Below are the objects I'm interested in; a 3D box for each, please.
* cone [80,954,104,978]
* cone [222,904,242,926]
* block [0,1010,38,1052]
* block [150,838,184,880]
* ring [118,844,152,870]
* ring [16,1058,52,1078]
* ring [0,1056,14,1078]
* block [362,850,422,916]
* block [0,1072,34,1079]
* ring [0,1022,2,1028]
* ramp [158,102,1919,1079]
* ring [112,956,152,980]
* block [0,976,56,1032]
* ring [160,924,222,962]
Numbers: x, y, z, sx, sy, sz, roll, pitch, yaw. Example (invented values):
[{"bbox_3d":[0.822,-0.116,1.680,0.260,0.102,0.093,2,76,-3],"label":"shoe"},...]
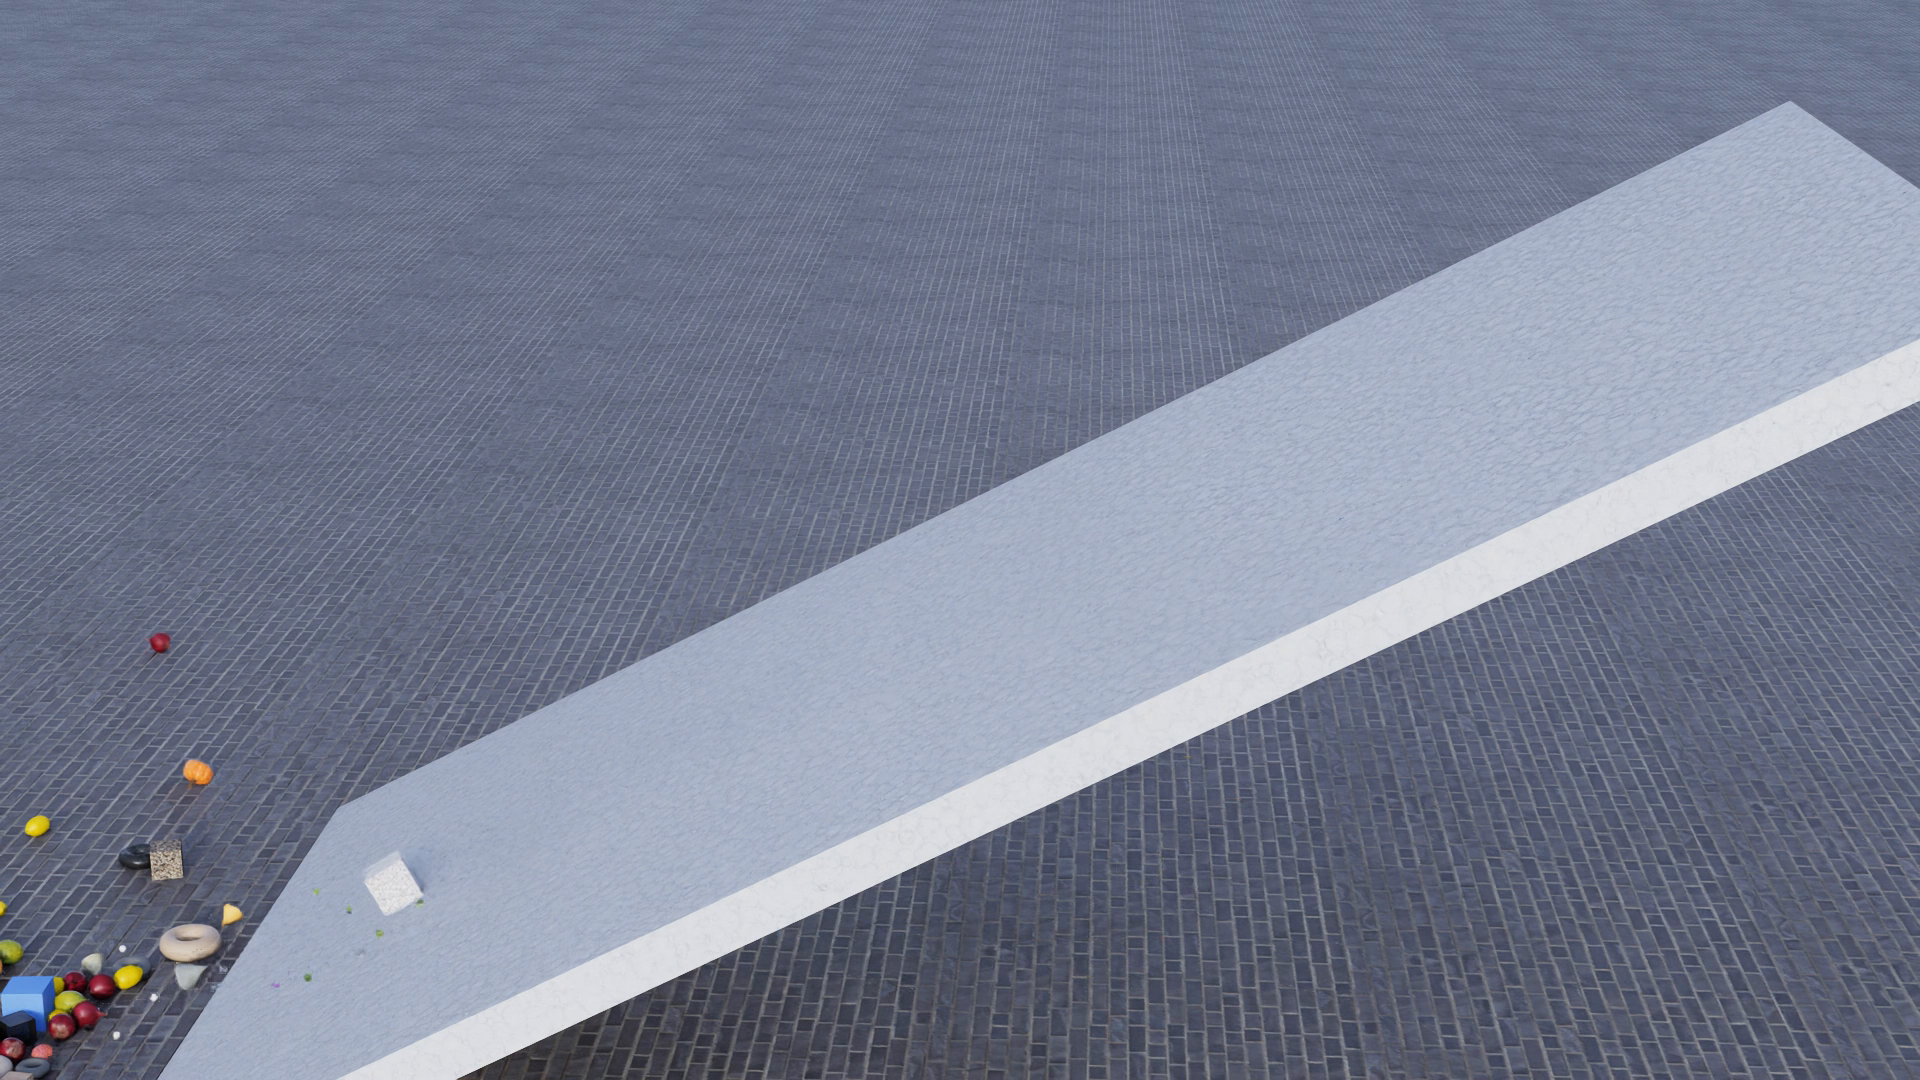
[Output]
[{"bbox_3d":[-2.008,1.000,6.834,0.053,0.053,0.053,-11,47,-32],"label":"cone"},{"bbox_3d":[-1.770,0.917,7.107,0.050,0.050,0.050,7,45,22],"label":"cone"},{"bbox_3d":[-2.082,1.084,6.496,0.060,0.060,0.060,-16,23,-42],"label":"block"},{"bbox_3d":[-1.993,0.803,7.389,0.075,0.075,0.075,-4,17,-13],"label":"block"},{"bbox_3d":[-2.077,0.802,7.457,0.111,0.037,0.111,1,17,0],"label":"ring"},{"bbox_3d":[-2.005,1.143,6.362,0.075,0.025,0.075,1,16,0],"label":"ring"},{"bbox_3d":[-2.100,1.143,6.341,0.112,0.037,0.112,-1,16,0],"label":"ring"},{"bbox_3d":[-1.248,0.754,6.463,0.093,0.093,0.093,-31,14,-9],"label":"block"},{"bbox_3d":[-2.002,1.166,6.239,0.054,0.054,0.054,4,17,11],"label":"block"},{"bbox_3d":[-2.184,1.084,6.543,0.100,0.033,0.100,0,16,0],"label":"ring"},{"bbox_3d":[0.140,0.167,6.281,4.000,0.100,2.000,-26,14,10],"label":"ramp"},{"bbox_3d":[-1.925,0.995,6.839,0.091,0.030,0.091,-1,18,0],"label":"ring"},{"bbox_3d":[-2.086,1.039,6.590,0.091,0.091,0.091,0,17,-1],"label":"block"},{"bbox_3d":[-1.818,0.952,6.951,0.144,0.048,0.144,1,18,0],"label":"ring"}]
